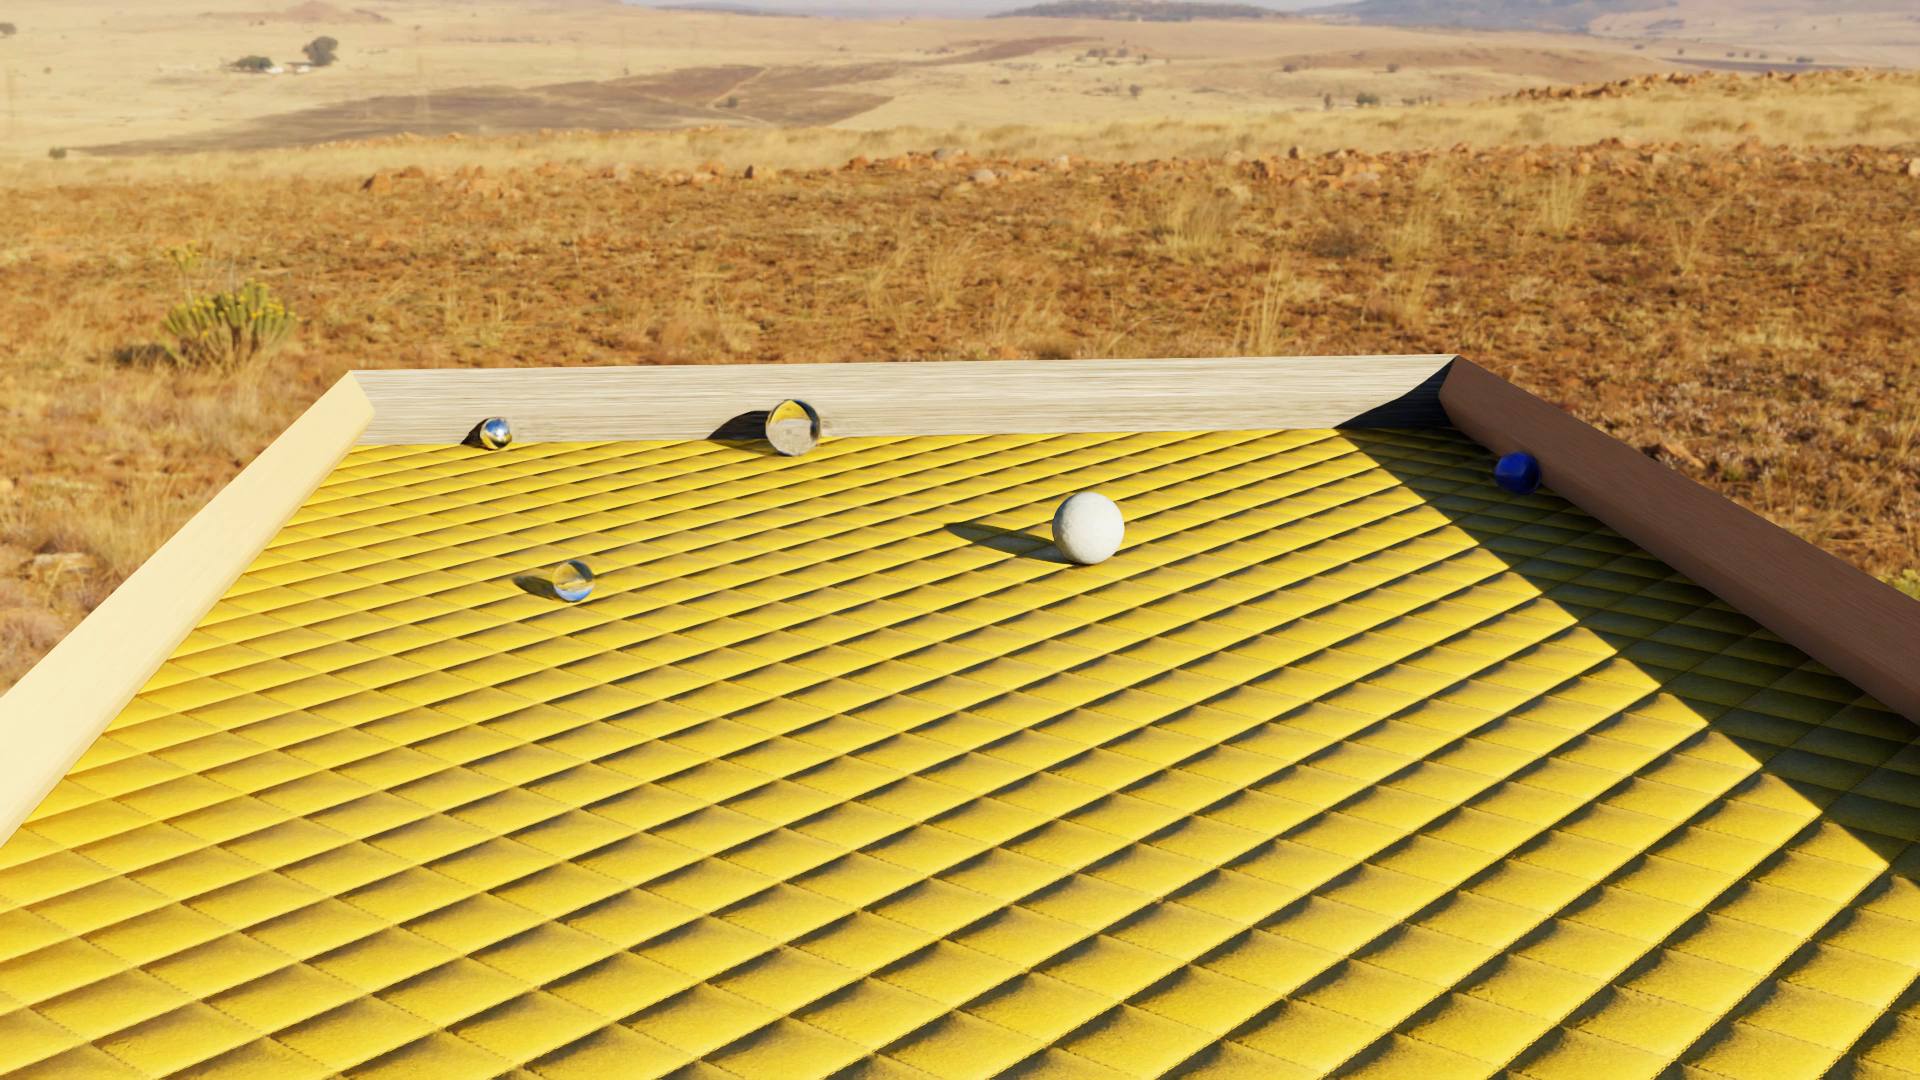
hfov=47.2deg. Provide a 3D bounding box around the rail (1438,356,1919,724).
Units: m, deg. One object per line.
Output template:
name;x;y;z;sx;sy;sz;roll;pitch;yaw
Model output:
rail;0.974;0.166;2.097;0.045;0.124;3.439;-1;14;-5

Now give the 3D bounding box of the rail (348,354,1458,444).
rail;-0.072;-0.231;3.659;1.854;0.124;0.045;-1;14;-5

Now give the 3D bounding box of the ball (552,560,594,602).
ball;-0.475;0.051;2.703;0.051;0.051;0.051;0;14;0

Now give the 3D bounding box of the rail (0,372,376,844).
rail;-0.825;0.204;1.946;0.045;0.124;3.439;-1;14;-5

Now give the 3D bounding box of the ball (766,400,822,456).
ball;-0.266;-0.180;3.530;0.091;0.091;0.091;0;14;0

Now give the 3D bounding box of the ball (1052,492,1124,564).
ball;0.167;-0.015;2.873;0.095;0.095;0.095;0;14;0

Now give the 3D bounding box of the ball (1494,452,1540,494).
ball;0.827;-0.099;3.266;0.064;0.064;0.064;0;14;0

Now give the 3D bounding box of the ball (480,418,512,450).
ball;-0.755;-0.173;3.580;0.052;0.052;0.052;0;14;0
